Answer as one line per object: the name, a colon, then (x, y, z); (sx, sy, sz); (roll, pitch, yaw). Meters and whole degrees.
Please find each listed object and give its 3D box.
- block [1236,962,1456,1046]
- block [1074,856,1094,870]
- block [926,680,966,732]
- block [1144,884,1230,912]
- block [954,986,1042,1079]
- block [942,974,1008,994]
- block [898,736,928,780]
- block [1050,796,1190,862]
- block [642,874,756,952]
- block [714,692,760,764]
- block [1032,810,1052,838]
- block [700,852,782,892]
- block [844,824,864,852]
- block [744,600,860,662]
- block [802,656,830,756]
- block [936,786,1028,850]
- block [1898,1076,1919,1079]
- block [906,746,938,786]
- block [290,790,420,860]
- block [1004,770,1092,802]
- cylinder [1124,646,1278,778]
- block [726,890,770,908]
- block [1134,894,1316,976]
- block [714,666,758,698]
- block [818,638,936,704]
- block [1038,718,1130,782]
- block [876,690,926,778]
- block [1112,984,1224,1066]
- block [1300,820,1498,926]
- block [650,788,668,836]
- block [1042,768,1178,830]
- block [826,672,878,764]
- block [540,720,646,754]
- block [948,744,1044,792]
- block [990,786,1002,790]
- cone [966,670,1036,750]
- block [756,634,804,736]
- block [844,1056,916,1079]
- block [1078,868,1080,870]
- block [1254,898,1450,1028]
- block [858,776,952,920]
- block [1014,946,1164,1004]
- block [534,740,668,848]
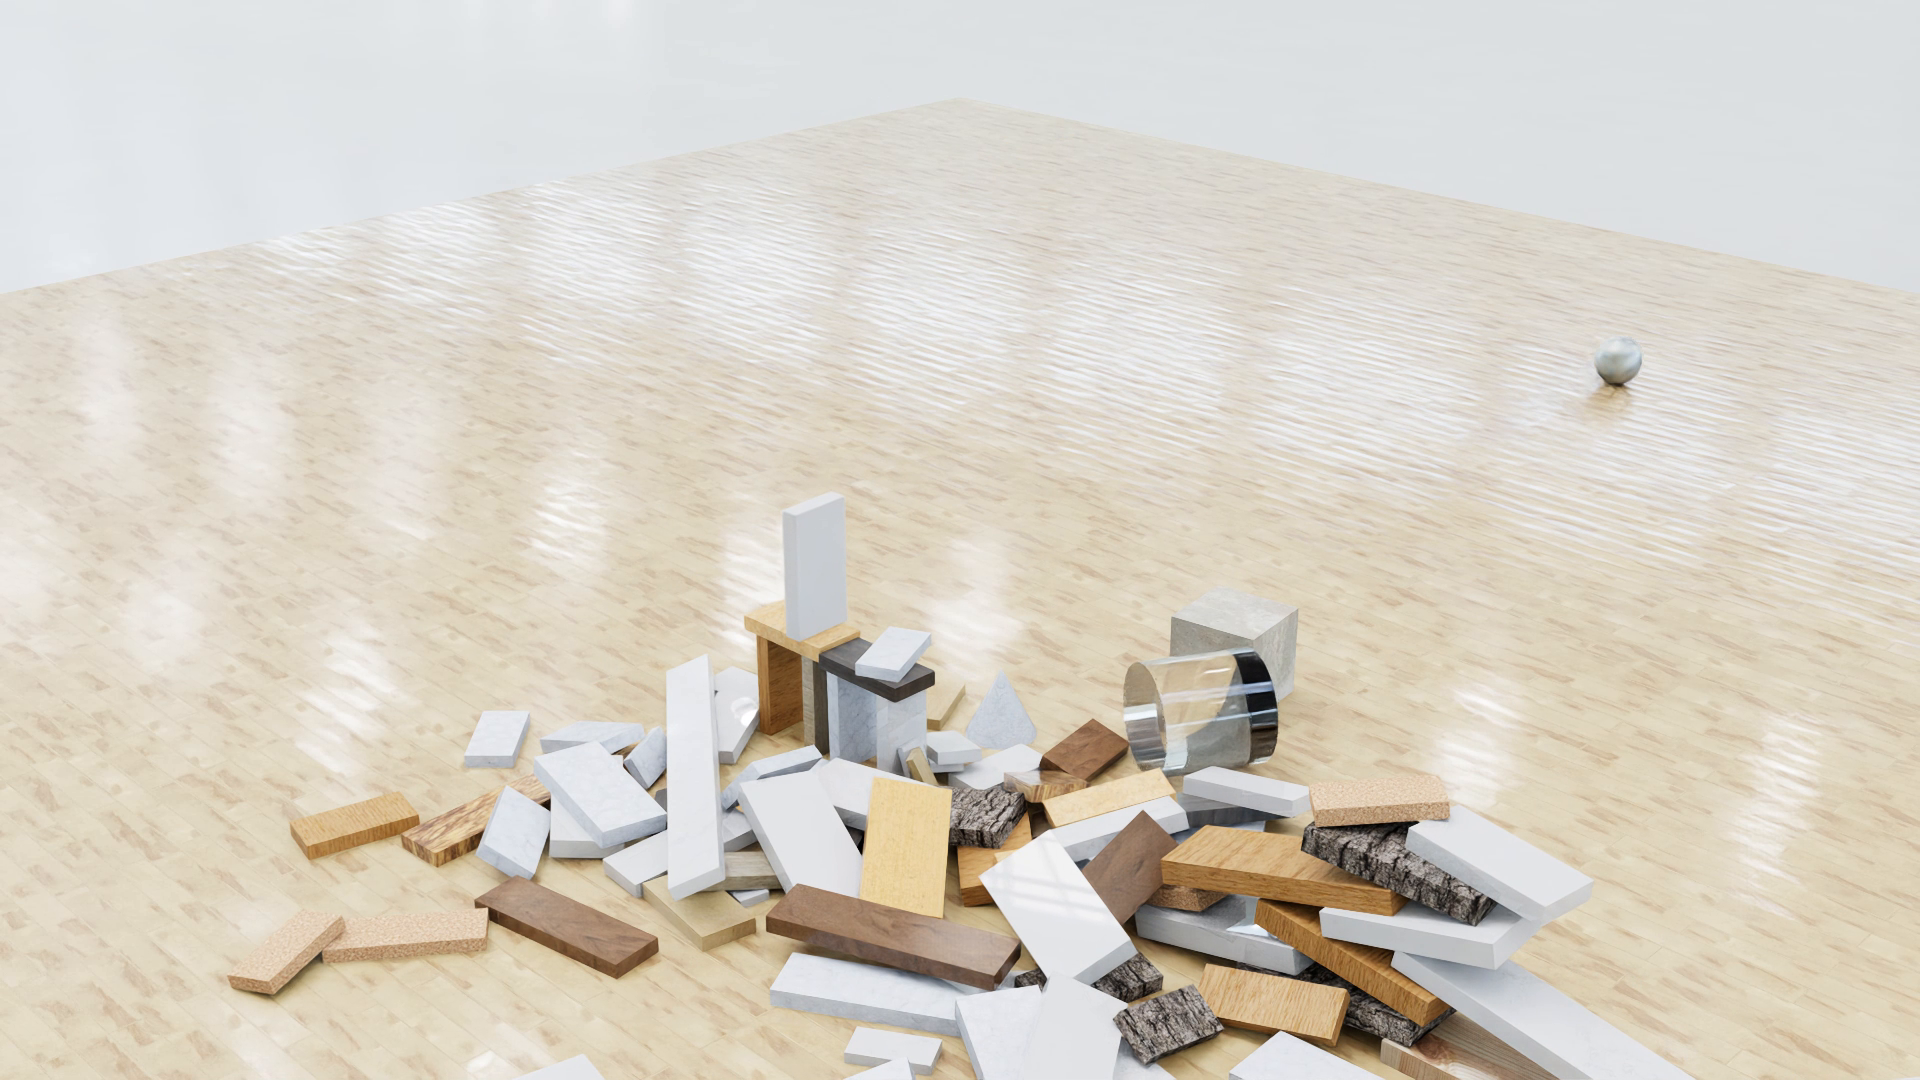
block: (0.680, 0.768, 3.824); (0.356, 0.050, 0.178); (11, 24, 43)
block: (0.267, 0.580, 4.151); (0.123, 0.035, 0.246); (-17, 10, -18)
block: (-0.060, 0.363, 4.871); (0.094, 0.027, 0.187); (7, 24, 16)
block: (0.391, 0.637, 4.078); (0.123, 0.035, 0.246); (-21, 12, -40)
block: (0.098, 0.859, 3.633); (0.146, 0.041, 0.292); (-6, 31, -13)
block: (0.005, 0.754, 3.870); (0.150, 0.021, 0.075); (21, 31, 40)
block: (-0.090, 0.467, 4.512); (0.016, 0.113, 0.056); (-1, 19, 46)
block: (0.297, 0.542, 4.119); (0.240, 0.034, 0.120); (-15, 10, -7)
block: (-0.488, 0.686, 4.103); (0.113, 0.032, 0.226); (-16, 28, -33)
block: (-0.503, 0.402, 4.731); (0.111, 0.031, 0.221); (2, 29, 15)
block: (0.240, 0.543, 4.343); (0.202, 0.029, 0.101); (-21, 20, 13)
block: (-0.429, 0.629, 4.180); (0.200, 0.028, 0.100); (2, 18, -22)
block: (-0.223, 0.583, 4.315); (0.069, 0.020, 0.139); (6, 24, 13)
block: (-0.336, 0.191, 4.665); (0.236, 0.033, 0.118); (21, 30, 40)
block: (-0.278, 0.335, 4.669); (0.033, 0.236, 0.118); (20, 30, 39)
block: (-0.026, 0.541, 4.328); (0.282, 0.040, 0.141); (2, 27, 26)
block: (1.487, 0.927, 3.526); (0.274, 0.039, 0.137); (-3, 23, -8)
block: (-0.073, 0.483, 4.483); (0.016, 0.113, 0.056); (-19, 16, 21)
block: (-1.205, 0.568, 4.382); (0.226, 0.032, 0.113); (-14, 27, -30)
block: (0.173, 0.494, 4.413); (0.120, 0.034, 0.240); (0, 0, -12)
cylinder: (0.500, 0.361, 4.597); (0.247, 0.247, 0.247); (-7, 24, -16)
block: (-0.422, 0.658, 4.186); (0.063, 0.018, 0.125); (-15, 27, -32)
block: (0.511, 0.691, 3.971); (0.356, 0.050, 0.178); (5, 20, 45)
block: (-0.464, 0.345, 4.909); (0.221, 0.031, 0.111); (17, 28, 34)
block: (-0.172, 0.265, 4.513); (0.227, 0.032, 0.113); (21, 31, 40)
block: (0.263, 0.451, 4.623); (0.101, 0.029, 0.202); (33, 35, 22)
block: (-0.119, 0.405, 4.516); (0.032, 0.227, 0.113); (20, 30, 39)
block: (0.352, 0.816, 3.706); (0.187, 0.027, 0.094); (-8, 52, -44)
block: (0.757, 0.534, 3.705); (0.322, 0.046, 0.161); (21, 29, 30)
block: (-0.583, 0.541, 4.430); (0.074, 0.021, 0.148); (-17, 22, 7)
block: (0.290, 0.511, 4.248); (0.239, 0.034, 0.120); (-15, 19, -6)
block: (-0.223, 0.362, 4.617); (0.113, 0.227, 0.032); (-21, 30, -40)
block: (-0.778, 0.419, 4.648); (0.221, 0.031, 0.111); (-3, 15, 45)
block: (0.085, 0.485, 4.581); (0.202, 0.029, 0.101); (-18, 29, -36)
block: (0.029, 0.525, 4.428); (0.113, 0.016, 0.056); (-24, 0, 44)
cone: (0.089, 0.347, 4.744); (0.156, 0.156, 0.156); (0, 23, 0)
block: (-0.383, 0.295, 4.764); (0.033, 0.236, 0.118); (19, 30, 38)
block: (-0.127, 0.938, 3.434); (0.151, 0.043, 0.302); (-21, 25, 0)
block: (0.290, 0.603, 4.194); (0.123, 0.035, 0.246); (-20, 12, -35)
block: (0.703, 0.689, 3.775); (0.178, 0.050, 0.356); (-21, 37, -41)
block: (-0.104, 0.590, 4.148); (0.155, 0.044, 0.310); (11, 42, -6)
block: (0.226, 0.778, 3.861); (0.237, 0.034, 0.118); (-14, 35, -30)
block: (-0.717, 0.504, 4.373); (0.142, 0.040, 0.284); (-13, 34, -36)
